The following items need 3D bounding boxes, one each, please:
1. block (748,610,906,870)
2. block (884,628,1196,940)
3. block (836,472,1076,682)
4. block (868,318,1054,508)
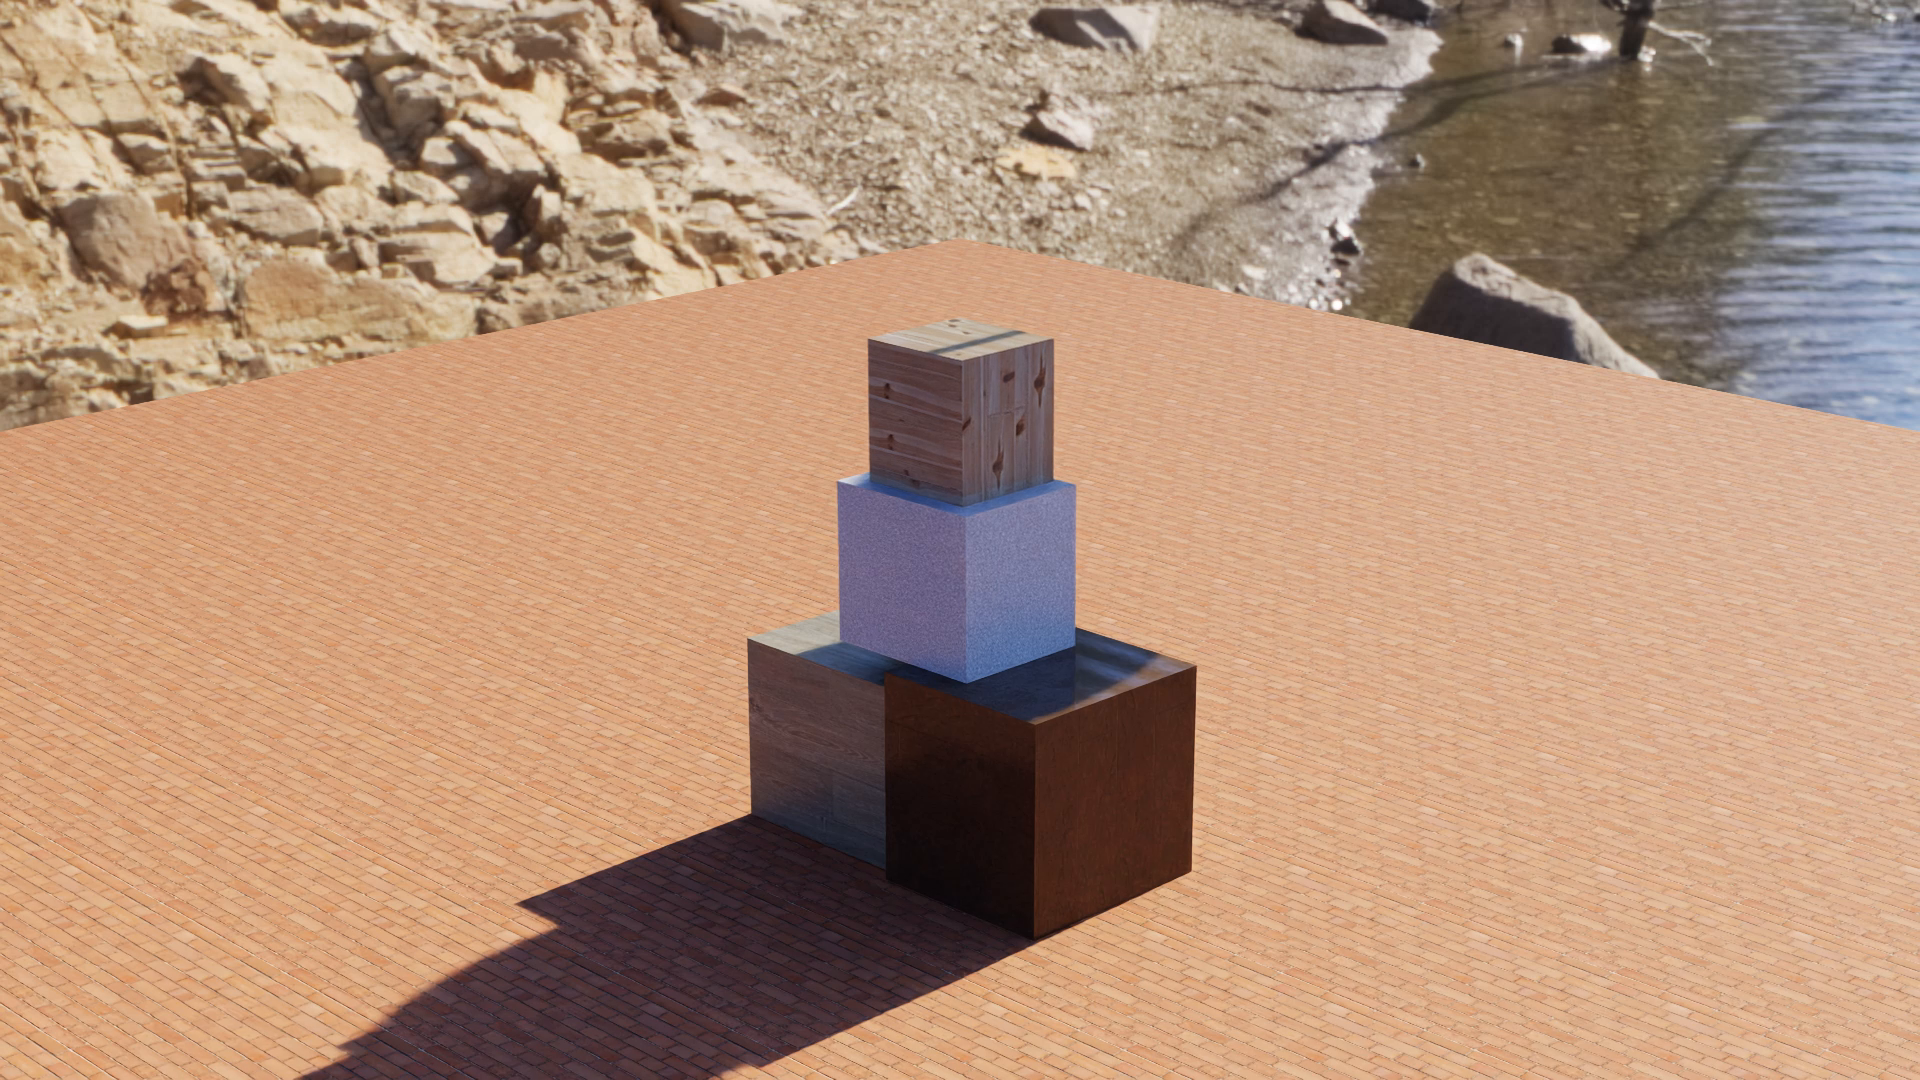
[{"bbox_3d":[-0.333,0.904,13.976,0.897,0.896,1.012,-17,24,-42],"label":"block"},{"bbox_3d":[0.364,1.057,13.298,1.052,1.009,0.933,-17,24,-42],"label":"block"},{"bbox_3d":[-0.015,0.107,13.363,0.706,0.767,0.824,-17,24,-42],"label":"block"},{"bbox_3d":[0.005,-0.583,13.175,0.580,0.662,0.596,-17,24,-42],"label":"block"}]
